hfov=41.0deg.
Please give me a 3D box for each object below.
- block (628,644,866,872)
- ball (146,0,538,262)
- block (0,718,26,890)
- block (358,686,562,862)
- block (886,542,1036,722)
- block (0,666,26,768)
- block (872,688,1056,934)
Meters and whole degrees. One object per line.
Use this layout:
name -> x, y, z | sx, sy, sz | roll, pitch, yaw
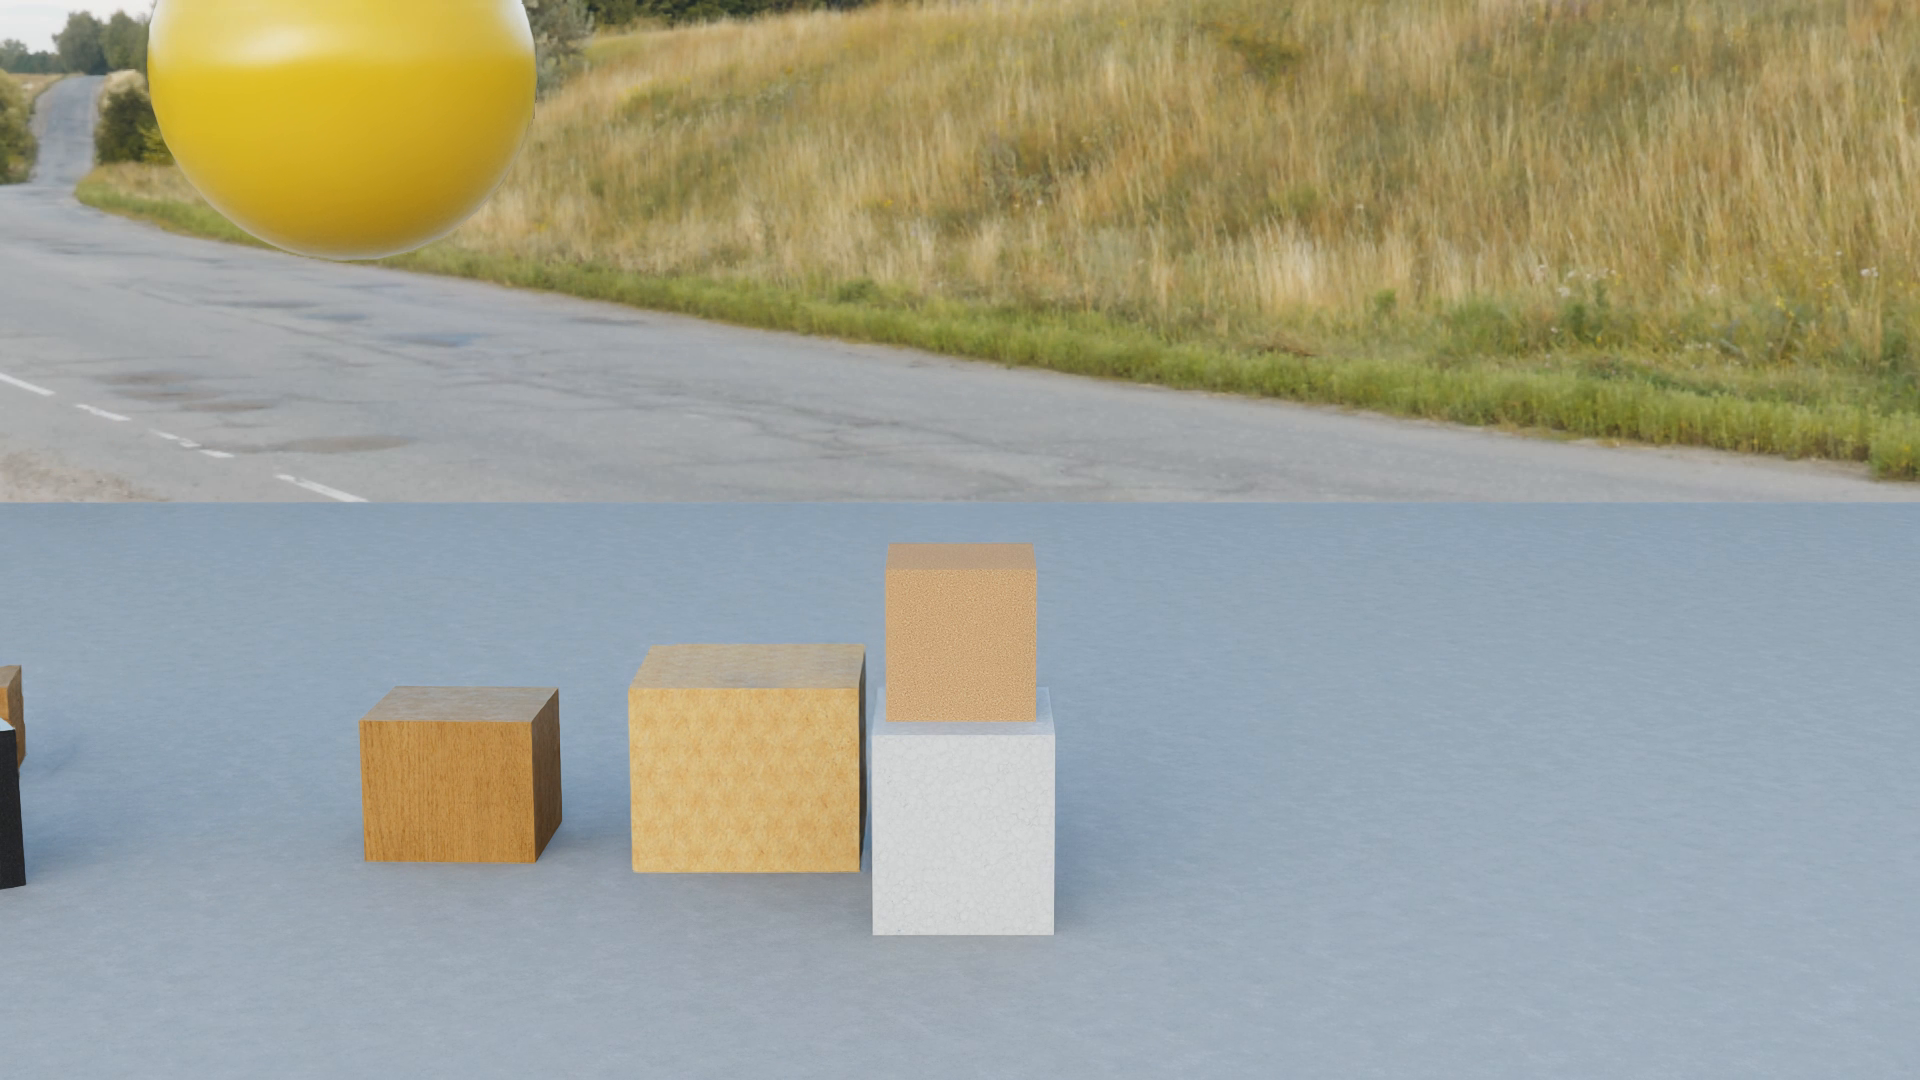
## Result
block -> -0.952, 0.987, 11.787 | 1.010, 0.841, 0.890 | 0, 10, 0
ball -> -2.594, -1.981, 10.820 | 1.600, 1.600, 1.600 | 0, 10, 0
block -> -4.609, 1.146, 11.290 | 0.726, 0.706, 0.770 | -7, 12, -34
block -> -2.290, 1.072, 11.841 | 0.774, 0.654, 0.663 | 0, 10, 2
block -> 0.004, 0.384, 10.908 | 0.623, 0.643, 0.610 | 0, 10, 0
block -> -5.045, 0.938, 13.078 | 0.450, 0.476, 0.492 | -2, 11, -12
block -> 0.014, 1.139, 10.930 | 0.747, 0.849, 0.833 | 0, 10, 0
